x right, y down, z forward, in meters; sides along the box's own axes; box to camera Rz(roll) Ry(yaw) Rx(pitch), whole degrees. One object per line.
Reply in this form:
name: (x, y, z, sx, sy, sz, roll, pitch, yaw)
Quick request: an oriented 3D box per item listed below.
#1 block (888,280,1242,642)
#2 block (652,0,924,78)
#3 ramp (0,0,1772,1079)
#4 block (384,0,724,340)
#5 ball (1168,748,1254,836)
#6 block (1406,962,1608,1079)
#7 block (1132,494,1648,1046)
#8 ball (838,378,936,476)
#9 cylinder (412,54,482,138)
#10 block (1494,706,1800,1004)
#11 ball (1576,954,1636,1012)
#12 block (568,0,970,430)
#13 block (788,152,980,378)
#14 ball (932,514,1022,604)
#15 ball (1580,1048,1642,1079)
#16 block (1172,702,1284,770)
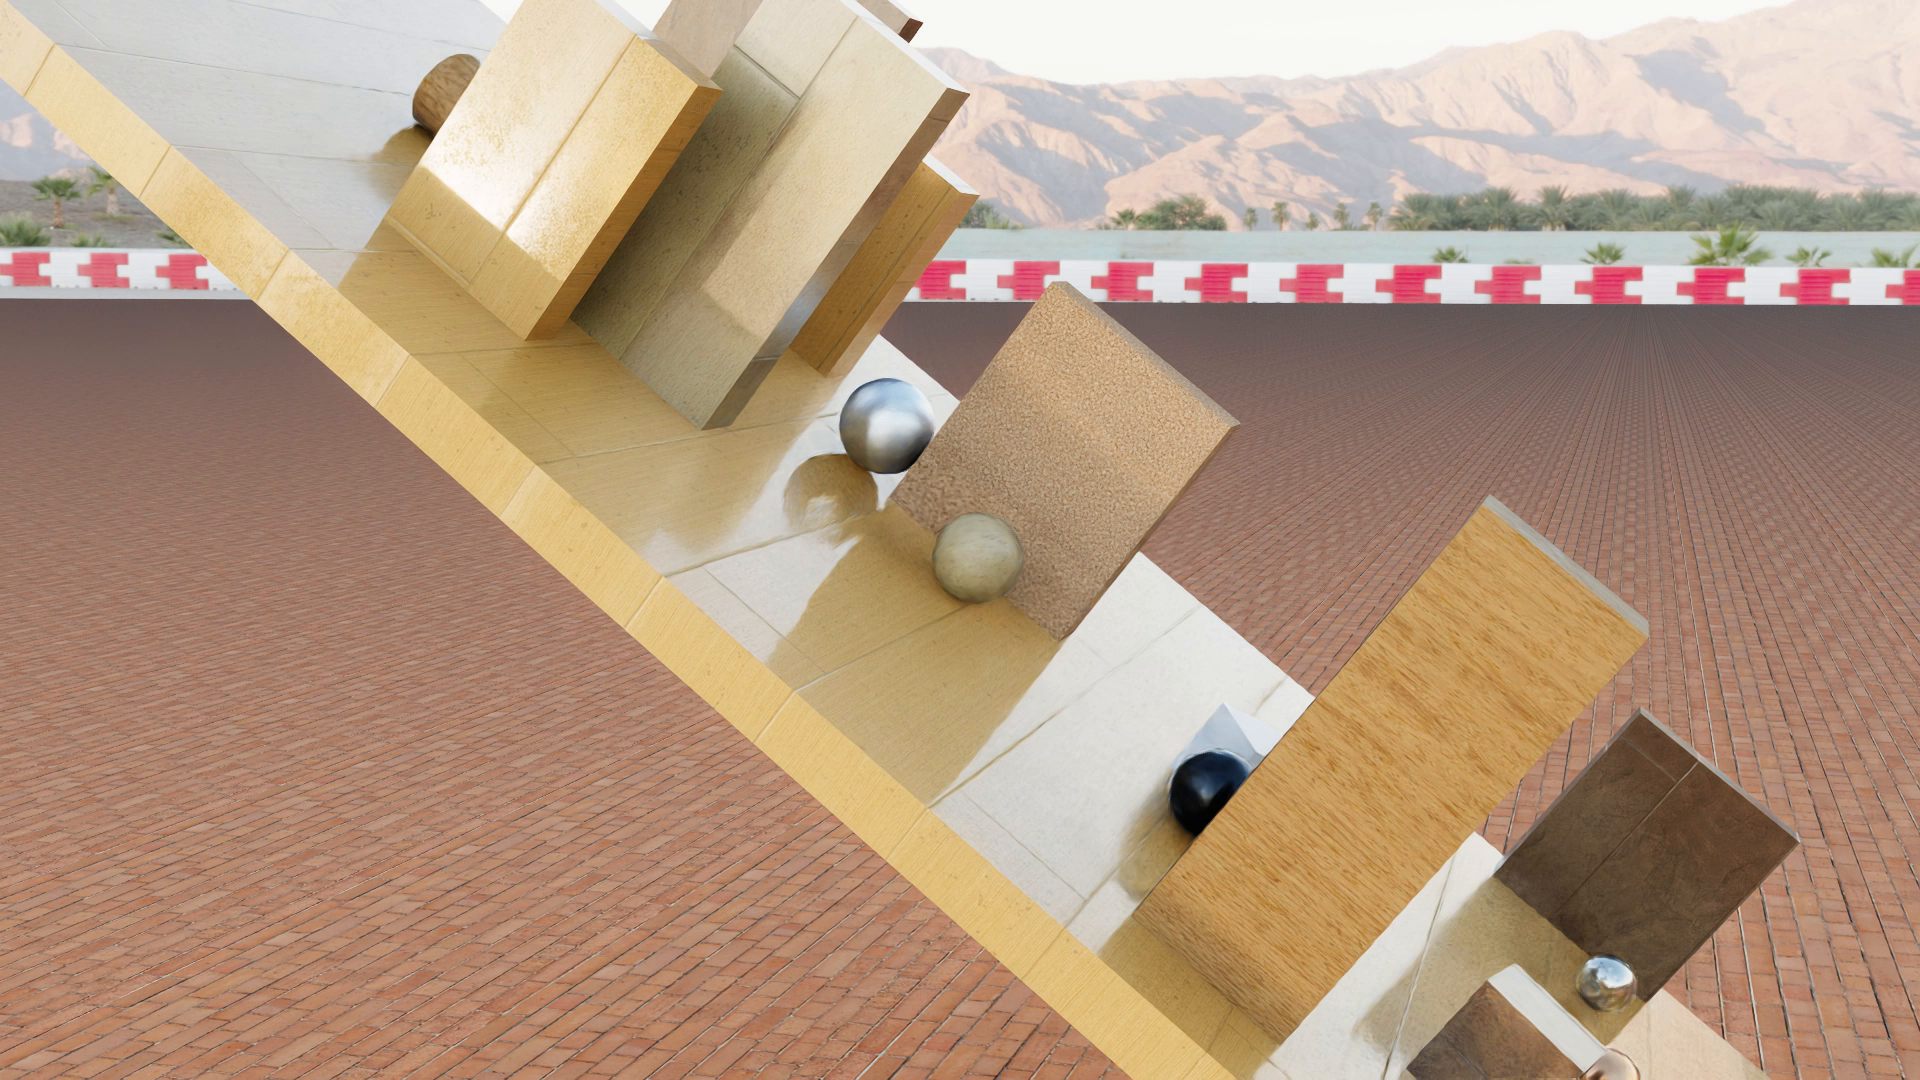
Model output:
block: (0.189, -0.146, 4.049, 0.417, 0.509, 0.109, 40, 16, 9)
block: (-0.443, -0.846, 4.281, 0.412, 0.703, 0.086, 40, 16, 9)
ramp: (-0.030, 0.083, 4.054, 4.000, 0.100, 2.000, 40, 16, 9)
block: (-0.660, -0.621, 3.551, 0.321, 0.504, 0.102, 40, 16, 9)
ball: (0.420, 0.419, 3.626, 0.152, 0.152, 0.152, 0, 7, 0)
block: (0.849, 0.804, 3.408, 0.191, 0.191, 0.191, 44, 17, 21)
block: (0.604, 0.329, 3.127, 0.279, 0.780, 0.148, 40, 16, 9)
ball: (-0.136, -0.213, 4.133, 0.182, 0.182, 0.182, 0, 7, 0)
cylinder: (-0.910, -0.796, 4.124, 0.164, 0.164, 0.164, 42, 20, 14)
block: (1.418, 0.652, 4.562, 0.402, 0.460, 0.082, 40, 16, 9)
ball: (1.255, 0.860, 4.270, 0.111, 0.111, 0.111, 0, 7, 0)
block: (-0.340, -0.573, 3.725, 0.341, 0.714, 0.131, 40, 16, 9)
block: (-0.237, -0.620, 4.519, 0.320, 0.472, 0.136, 40, 16, 9)
ball: (0.031, 0.032, 3.856, 0.158, 0.158, 0.158, 0, 7, 0)
ball: (1.085, 0.920, 3.711, 0.127, 0.127, 0.127, 0, 7, 0)
block: (0.491, 0.405, 3.824, 0.148, 0.148, 0.148, 28, 19, -31)
